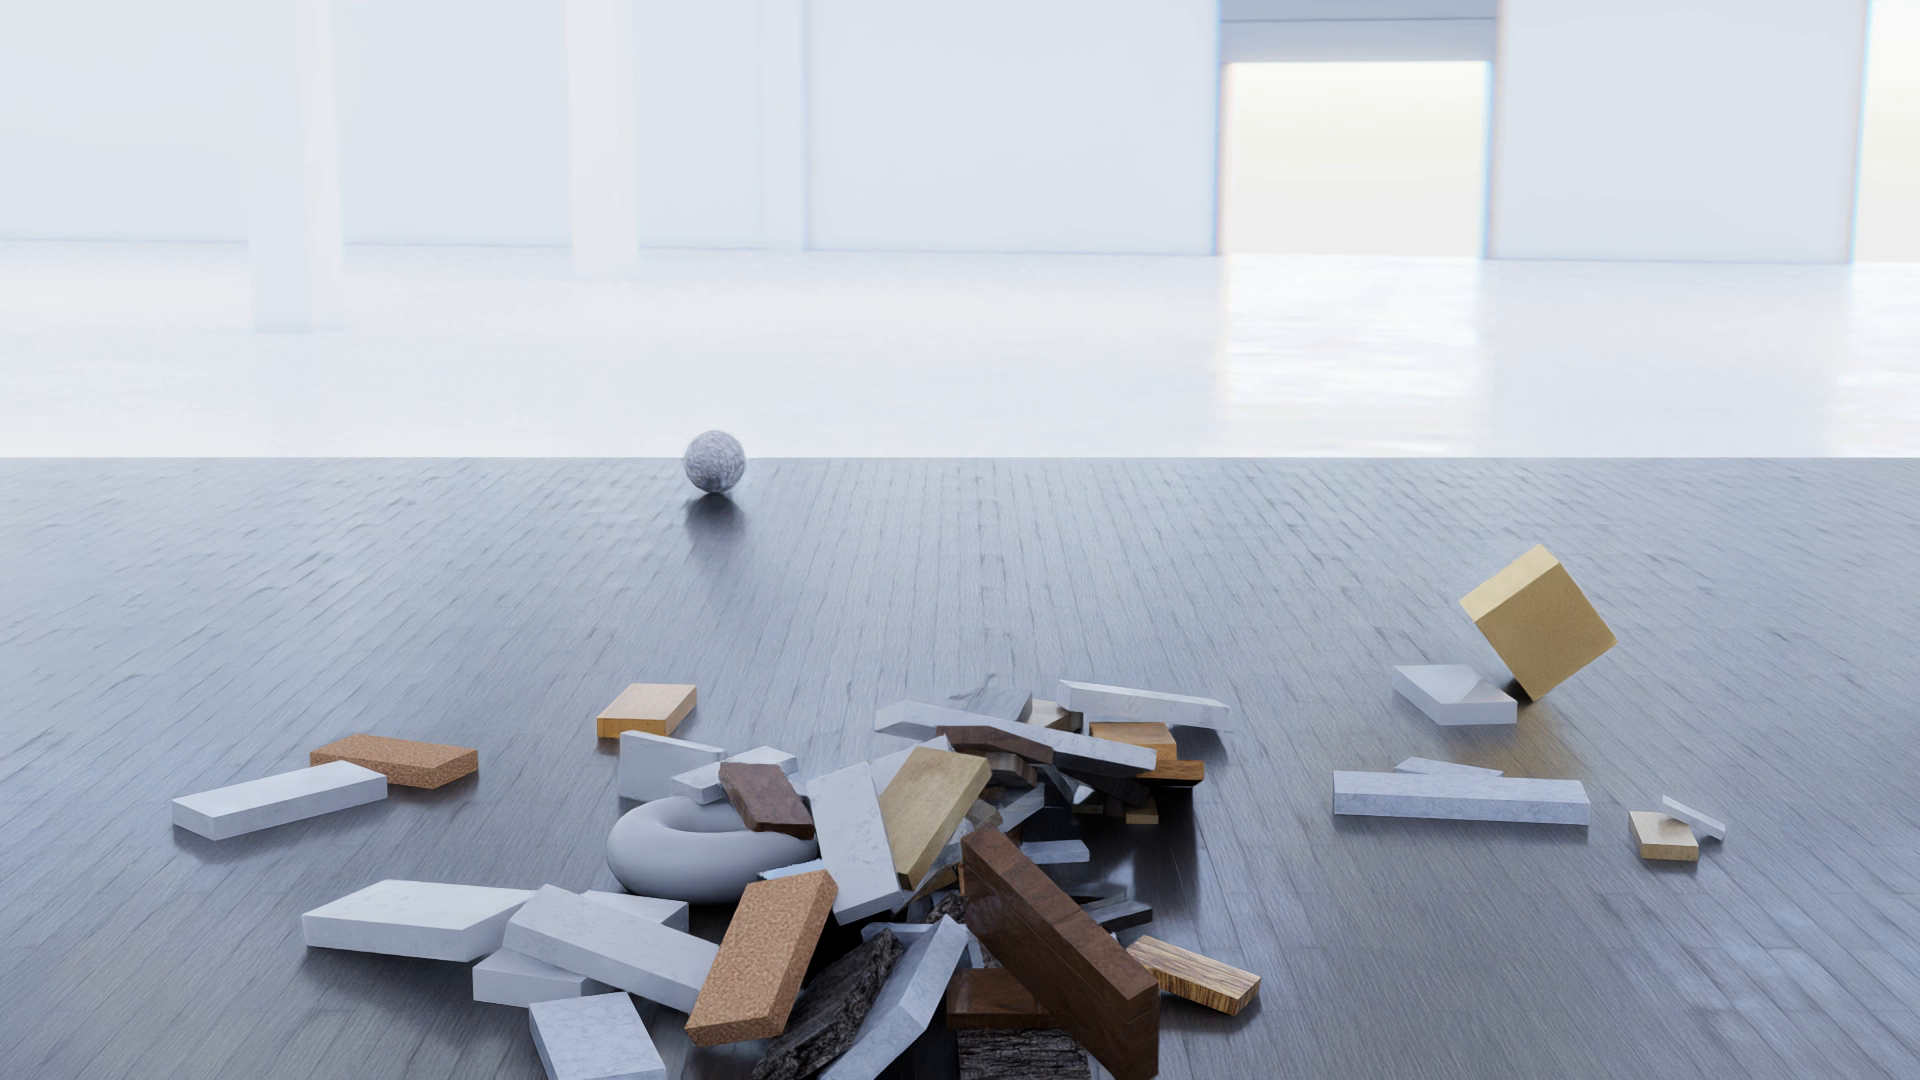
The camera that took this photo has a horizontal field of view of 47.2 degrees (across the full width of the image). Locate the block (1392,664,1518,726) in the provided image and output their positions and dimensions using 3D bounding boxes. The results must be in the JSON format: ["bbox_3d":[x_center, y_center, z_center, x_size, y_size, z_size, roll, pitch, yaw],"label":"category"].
[{"bbox_3d":[1.093,0.341,4.877,0.170,0.048,0.339,-1,11,-6],"label":"block"}]

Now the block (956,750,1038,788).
[{"bbox_3d":[0.062,0.388,3.721,0.102,0.029,0.204,3,-14,13],"label":"block"}]

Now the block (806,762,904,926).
[{"bbox_3d":[-0.159,0.451,3.295,0.100,0.028,0.294,-19,36,0],"label":"block"}]

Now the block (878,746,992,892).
[{"bbox_3d":[-0.069,0.422,3.358,0.129,0.037,0.258,6,40,31],"label":"block"}]

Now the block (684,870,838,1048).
[{"bbox_3d":[-0.278,0.590,3.117,0.139,0.039,0.278,-15,32,27],"label":"block"}]

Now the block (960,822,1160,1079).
[{"bbox_3d":[0.131,0.555,2.952,0.050,0.177,0.368,-24,41,-26],"label":"block"}]

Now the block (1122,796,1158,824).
[{"bbox_3d":[0.335,0.502,4.096,0.059,0.017,0.118,0,11,1],"label":"block"}]

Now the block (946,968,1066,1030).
[{"bbox_3d":[0.077,0.632,3.032,0.191,0.027,0.095,0,27,0],"label":"block"}]

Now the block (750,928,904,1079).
[{"bbox_3d":[-0.179,0.649,3.039,0.139,0.039,0.360,-35,3,14],"label":"block"}]

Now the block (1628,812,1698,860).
[{"bbox_3d":[1.256,0.528,3.930,0.094,0.027,0.189,2,11,10],"label":"block"}]

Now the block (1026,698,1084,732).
[{"bbox_3d":[0.122,0.394,4.604,0.156,0.044,0.311,6,12,28],"label":"block"}]

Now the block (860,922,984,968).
[{"bbox_3d":[-0.053,0.609,3.214,0.186,0.093,0.026,-6,14,34],"label":"block"}]

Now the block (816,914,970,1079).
[{"bbox_3d":[-0.089,0.637,2.993,0.048,0.169,0.337,44,14,0],"label":"block"}]

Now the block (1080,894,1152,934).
[{"bbox_3d":[0.215,0.591,3.431,0.157,0.022,0.078,-8,13,-36],"label":"block"}]

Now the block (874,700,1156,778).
[{"bbox_3d":[0.098,0.348,3.808,0.480,0.037,0.129,13,-17,-22],"label":"block"}]

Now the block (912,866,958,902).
[{"bbox_3d":[-0.051,0.517,3.490,0.078,0.022,0.157,-25,15,0],"label":"block"}]

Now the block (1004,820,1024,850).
[{"bbox_3d":[0.023,0.535,3.711,0.149,0.042,0.297,2,20,5],"label":"block"}]

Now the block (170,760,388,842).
[{"bbox_3d":[-1.271,0.485,4.116,0.156,0.044,0.357,10,14,42],"label":"block"}]

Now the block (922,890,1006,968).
[{"bbox_3d":[0.033,0.590,3.248,0.191,0.027,0.095,16,47,36],"label":"block"}]

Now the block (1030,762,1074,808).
[{"bbox_3d":[0.128,0.430,3.960,0.102,0.029,0.395,3,-16,12],"label":"block"}]

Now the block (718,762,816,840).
[{"bbox_3d":[-0.328,0.441,3.725,0.106,0.030,0.212,6,20,-26],"label":"block"}]

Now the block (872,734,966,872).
[{"bbox_3d":[-0.064,0.419,3.440,0.129,0.037,0.258,-21,33,7],"label":"block"}]

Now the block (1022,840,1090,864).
[{"bbox_3d":[0.156,0.547,3.851,0.130,0.018,0.065,-2,11,-10],"label":"block"}]

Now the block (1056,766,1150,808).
[{"bbox_3d":[0.199,0.414,4.049,0.290,0.041,0.145,28,-7,-35],"label":"block"}]

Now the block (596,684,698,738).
[{"bbox_3d":[-0.673,0.368,4.751,0.147,0.042,0.294,1,11,6],"label":"block"}]

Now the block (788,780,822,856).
[{"bbox_3d":[-0.326,0.480,3.887,0.240,0.120,0.034,6,27,41],"label":"block"}]

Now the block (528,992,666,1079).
[{"bbox_3d":[-0.498,0.694,3.002,0.139,0.039,0.278,-4,11,-19],"label":"block"}]

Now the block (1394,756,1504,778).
[{"bbox_3d":[0.952,0.461,4.291,0.189,0.027,0.095,7,13,33],"label":"block"}]

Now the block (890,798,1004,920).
[{"bbox_3d":[-0.059,0.496,3.436,0.262,0.026,0.093,-39,35,-20],"label":"block"}]

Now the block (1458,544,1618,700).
[{"bbox_3d":[1.307,0.184,4.985,0.227,0.227,0.227,-37,6,9],"label":"block"}]

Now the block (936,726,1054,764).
[{"bbox_3d":[0.058,0.341,3.652,0.102,0.029,0.204,-3,-16,33],"label":"block"}]

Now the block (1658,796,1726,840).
[{"bbox_3d":[1.323,0.501,3.974,0.118,0.017,0.059,26,14,14],"label":"block"}]

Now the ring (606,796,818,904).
[{"bbox_3d":[-0.419,0.521,3.722,0.357,0.119,0.357,1,9,0],"label":"ring"}]

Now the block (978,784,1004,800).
[{"bbox_3d":[0.021,0.414,3.644,0.069,0.020,0.138,7,-4,15],"label":"block"}]

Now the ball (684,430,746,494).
[{"bbox_3d":[-0.861,-0.276,7.724,0.221,0.221,0.221,0,11,0],"label":"ball"}]

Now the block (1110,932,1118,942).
[{"bbox_3d":[0.185,0.627,3.382,0.113,0.032,0.225,0,11,-3],"label":"block"}]

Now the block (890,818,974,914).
[{"bbox_3d":[-0.072,0.491,3.404,0.186,0.026,0.093,-43,37,-25],"label":"block"}]

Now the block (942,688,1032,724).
[{"bbox_3d":[0.038,0.372,4.469,0.170,0.048,0.339,1,13,10],"label":"block"}]

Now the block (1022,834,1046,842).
[{"bbox_3d":[0.098,0.536,3.923,0.095,0.014,0.048,6,12,30],"label":"block"}]

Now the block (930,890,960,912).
[{"bbox_3d":[0.032,0.602,3.333,0.113,0.032,0.225,-5,24,-10],"label":"block"}]

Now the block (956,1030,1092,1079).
[{"bbox_3d":[0.086,0.720,2.837,0.169,0.048,0.387,0,11,-2],"label":"block"}]

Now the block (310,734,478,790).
[{"bbox_3d":[-1.125,0.438,4.371,0.294,0.042,0.147,4,11,23],"label":"block"}]

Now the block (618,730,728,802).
[{"bbox_3d":[-0.542,0.439,4.148,0.240,0.120,0.034,7,8,34],"label":"block"}]

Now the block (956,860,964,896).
[{"bbox_3d":[0.038,0.536,3.416,0.078,0.022,0.239,-2,23,-3],"label":"block"}]

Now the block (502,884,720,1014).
[{"bbox_3d":[-0.504,0.600,3.237,0.299,0.042,0.147,18,16,7],"label":"block"}]

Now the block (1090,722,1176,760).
[{"bbox_3d":[0.344,0.409,4.415,0.156,0.044,0.311,0,3,1],"label":"block"}]

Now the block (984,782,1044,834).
[{"bbox_3d":[0.029,0.455,3.740,0.148,0.042,0.297,3,6,19],"label":"block"}]

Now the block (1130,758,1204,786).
[{"bbox_3d":[0.382,0.433,4.087,0.120,0.034,0.374,2,-8,3],"label":"block"}]

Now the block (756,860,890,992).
[{"bbox_3d":[-0.207,0.580,3.327,0.145,0.145,0.145,-8,13,-35],"label":"block"}]

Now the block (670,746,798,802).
[{"bbox_3d":[-0.396,0.413,3.871,0.201,0.028,0.100,-16,16,-37],"label":"block"}]

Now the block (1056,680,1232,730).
[{"bbox_3d":[0.385,0.347,4.639,0.339,0.048,0.170,8,1,-7],"label":"block"}]

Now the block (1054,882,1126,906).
[{"bbox_3d":[0.209,0.587,3.634,0.130,0.018,0.065,1,11,7],"label":"block"}]

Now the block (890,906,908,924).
[{"bbox_3d":[-0.185,0.589,3.597,0.201,0.028,0.100,4,11,21],"label":"block"}]

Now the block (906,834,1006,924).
[{"bbox_3d":[-0.004,0.564,3.514,0.149,0.042,0.297,0,23,2],"label":"block"}]

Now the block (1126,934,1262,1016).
[{"bbox_3d":[0.336,0.640,3.239,0.191,0.027,0.095,16,17,25],"label":"block"}]

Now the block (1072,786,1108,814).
[{"bbox_3d":[0.247,0.491,4.157,0.059,0.017,0.118,2,11,9],"label":"block"}]

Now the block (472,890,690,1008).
[{"bbox_3d":[-0.571,0.624,3.351,0.177,0.050,0.354,4,11,19],"label":"block"}]

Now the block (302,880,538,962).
[{"bbox_3d":[-0.829,0.587,3.406,0.354,0.050,0.177,-2,10,34],"label":"block"}]

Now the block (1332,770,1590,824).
[{"bbox_3d":[0.936,0.483,4.133,0.461,0.041,0.145,2,11,8],"label":"block"}]

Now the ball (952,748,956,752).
[{"bbox_3d":[0.000,0.438,4.030,0.169,0.169,0.169,0,11,0],"label":"ball"}]
